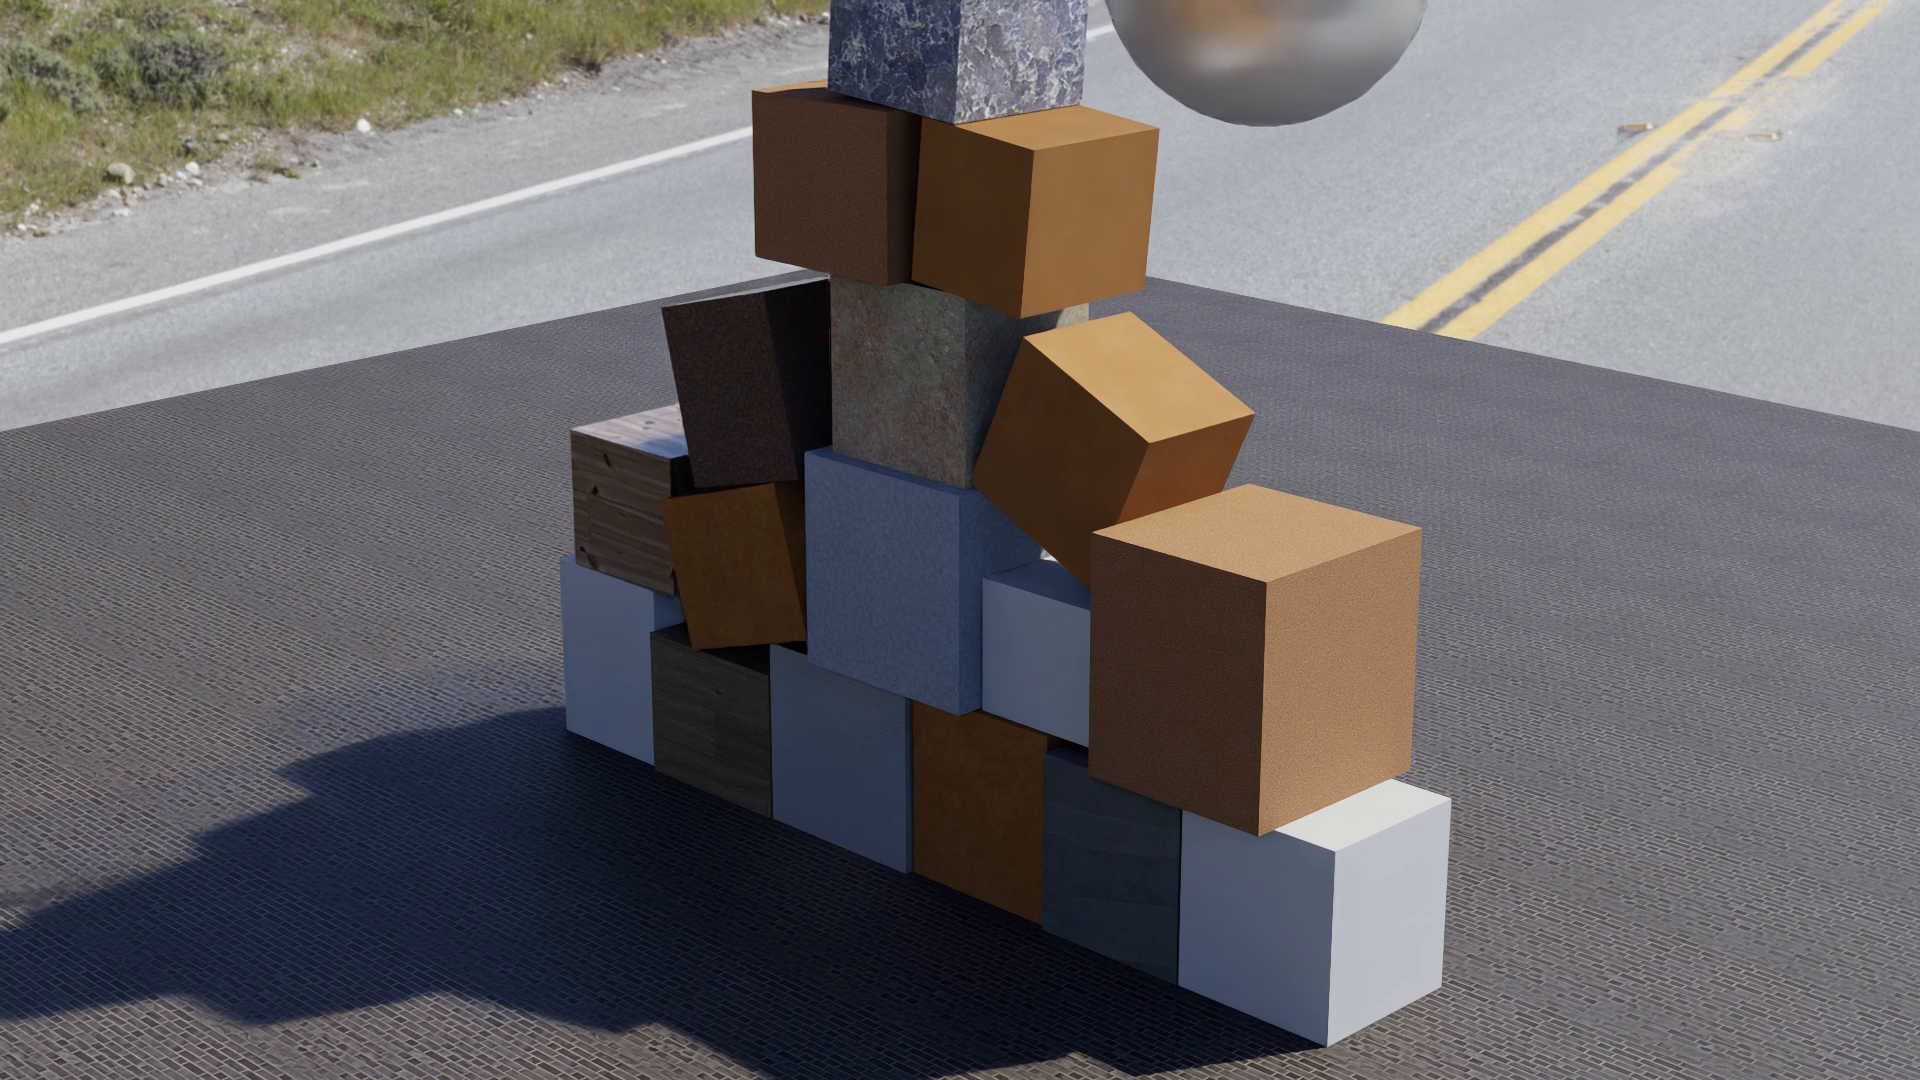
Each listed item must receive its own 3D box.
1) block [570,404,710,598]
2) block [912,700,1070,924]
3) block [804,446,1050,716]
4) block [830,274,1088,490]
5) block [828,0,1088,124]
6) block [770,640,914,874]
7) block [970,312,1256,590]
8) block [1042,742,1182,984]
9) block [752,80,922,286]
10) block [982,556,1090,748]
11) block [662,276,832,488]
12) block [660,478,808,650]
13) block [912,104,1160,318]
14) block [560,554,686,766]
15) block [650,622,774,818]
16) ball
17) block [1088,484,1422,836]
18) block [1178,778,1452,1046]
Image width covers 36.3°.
[{"bbox_3d":[-1.413,-0.214,14.745,0.775,0.707,0.739,17,24,42],"label":"block"},{"bbox_3d":[0.358,1.107,13.334,0.782,0.892,0.835,-17,24,-42],"label":"block"},{"bbox_3d":[-0.024,0.089,13.386,0.934,1.007,0.988,-17,24,-42],"label":"block"},{"bbox_3d":[-0.002,-0.798,13.107,0.777,0.853,0.844,-17,24,-42],"label":"block"},{"bbox_3d":[-0.004,-2.292,12.617,0.778,0.776,0.790,-17,28,-42],"label":"block"},{"bbox_3d":[-0.275,0.918,13.926,0.842,0.898,0.918,-17,24,-42],"label":"block"},{"bbox_3d":[0.643,-0.392,12.522,0.672,0.768,0.784,-17,48,-42],"label":"block"},{"bbox_3d":[0.925,1.310,12.784,0.821,0.835,0.775,-17,24,-42],"label":"block"},{"bbox_3d":[-0.291,-1.640,13.109,0.924,0.751,0.862,-17,24,-42],"label":"block"},{"bbox_3d":[0.624,0.464,12.862,0.715,0.617,0.773,-17,24,-42],"label":"block"},{"bbox_3d":[-0.777,-0.774,13.903,0.841,0.871,0.764,-16,9,-42],"label":"block"},{"bbox_3d":[-0.757,0.041,14.138,0.904,0.744,0.868,-17,7,-43],"label":"block"},{"bbox_3d":[0.320,-1.435,12.531,0.774,0.716,0.655,-17,30,-42],"label":"block"},{"bbox_3d":[-1.511,0.540,15.076,0.748,0.930,0.751,-17,24,-42],"label":"block"},{"bbox_3d":[-0.917,0.806,14.561,0.856,0.730,0.877,-17,24,-42],"label":"block"},{"bbox_3d":[1.467,-2.780,14.006,1.600,1.600,1.600,0,17,0],"label":"ball"},{"bbox_3d":[1.222,0.471,12.208,1.007,1.071,0.924,-17,24,-42],"label":"block"},{"bbox_3d":[1.474,1.473,12.233,0.771,0.855,0.794,-17,24,-42],"label":"block"}]
